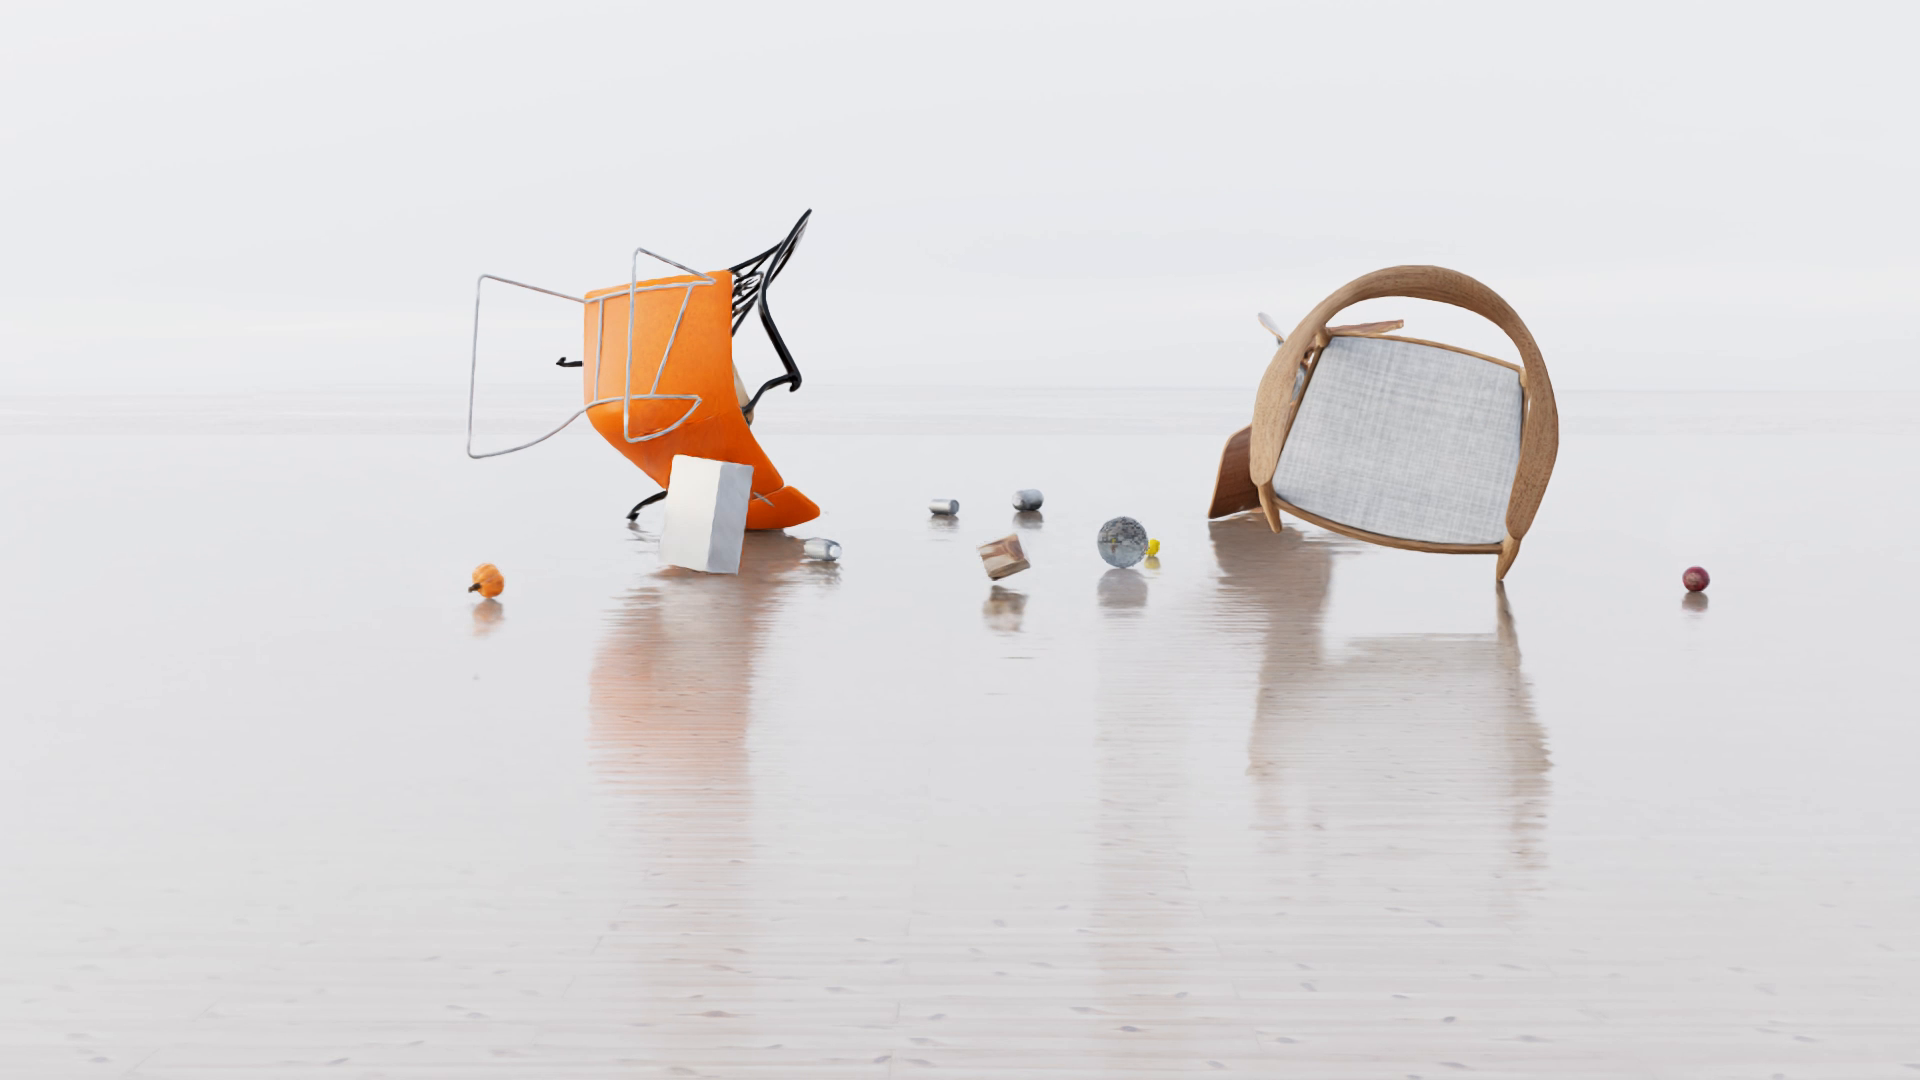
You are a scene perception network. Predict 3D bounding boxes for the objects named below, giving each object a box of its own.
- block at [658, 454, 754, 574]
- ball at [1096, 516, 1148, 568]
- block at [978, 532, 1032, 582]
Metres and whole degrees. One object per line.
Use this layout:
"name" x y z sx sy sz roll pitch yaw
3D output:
"block" -0.616 -0.063 5.330 0.161 0.265 0.114 10 2 37
"ball" 0.408 0.005 5.514 0.131 0.131 0.131 0 4 0
"block" 0.104 0.040 5.080 0.095 0.066 0.075 -21 -20 8
